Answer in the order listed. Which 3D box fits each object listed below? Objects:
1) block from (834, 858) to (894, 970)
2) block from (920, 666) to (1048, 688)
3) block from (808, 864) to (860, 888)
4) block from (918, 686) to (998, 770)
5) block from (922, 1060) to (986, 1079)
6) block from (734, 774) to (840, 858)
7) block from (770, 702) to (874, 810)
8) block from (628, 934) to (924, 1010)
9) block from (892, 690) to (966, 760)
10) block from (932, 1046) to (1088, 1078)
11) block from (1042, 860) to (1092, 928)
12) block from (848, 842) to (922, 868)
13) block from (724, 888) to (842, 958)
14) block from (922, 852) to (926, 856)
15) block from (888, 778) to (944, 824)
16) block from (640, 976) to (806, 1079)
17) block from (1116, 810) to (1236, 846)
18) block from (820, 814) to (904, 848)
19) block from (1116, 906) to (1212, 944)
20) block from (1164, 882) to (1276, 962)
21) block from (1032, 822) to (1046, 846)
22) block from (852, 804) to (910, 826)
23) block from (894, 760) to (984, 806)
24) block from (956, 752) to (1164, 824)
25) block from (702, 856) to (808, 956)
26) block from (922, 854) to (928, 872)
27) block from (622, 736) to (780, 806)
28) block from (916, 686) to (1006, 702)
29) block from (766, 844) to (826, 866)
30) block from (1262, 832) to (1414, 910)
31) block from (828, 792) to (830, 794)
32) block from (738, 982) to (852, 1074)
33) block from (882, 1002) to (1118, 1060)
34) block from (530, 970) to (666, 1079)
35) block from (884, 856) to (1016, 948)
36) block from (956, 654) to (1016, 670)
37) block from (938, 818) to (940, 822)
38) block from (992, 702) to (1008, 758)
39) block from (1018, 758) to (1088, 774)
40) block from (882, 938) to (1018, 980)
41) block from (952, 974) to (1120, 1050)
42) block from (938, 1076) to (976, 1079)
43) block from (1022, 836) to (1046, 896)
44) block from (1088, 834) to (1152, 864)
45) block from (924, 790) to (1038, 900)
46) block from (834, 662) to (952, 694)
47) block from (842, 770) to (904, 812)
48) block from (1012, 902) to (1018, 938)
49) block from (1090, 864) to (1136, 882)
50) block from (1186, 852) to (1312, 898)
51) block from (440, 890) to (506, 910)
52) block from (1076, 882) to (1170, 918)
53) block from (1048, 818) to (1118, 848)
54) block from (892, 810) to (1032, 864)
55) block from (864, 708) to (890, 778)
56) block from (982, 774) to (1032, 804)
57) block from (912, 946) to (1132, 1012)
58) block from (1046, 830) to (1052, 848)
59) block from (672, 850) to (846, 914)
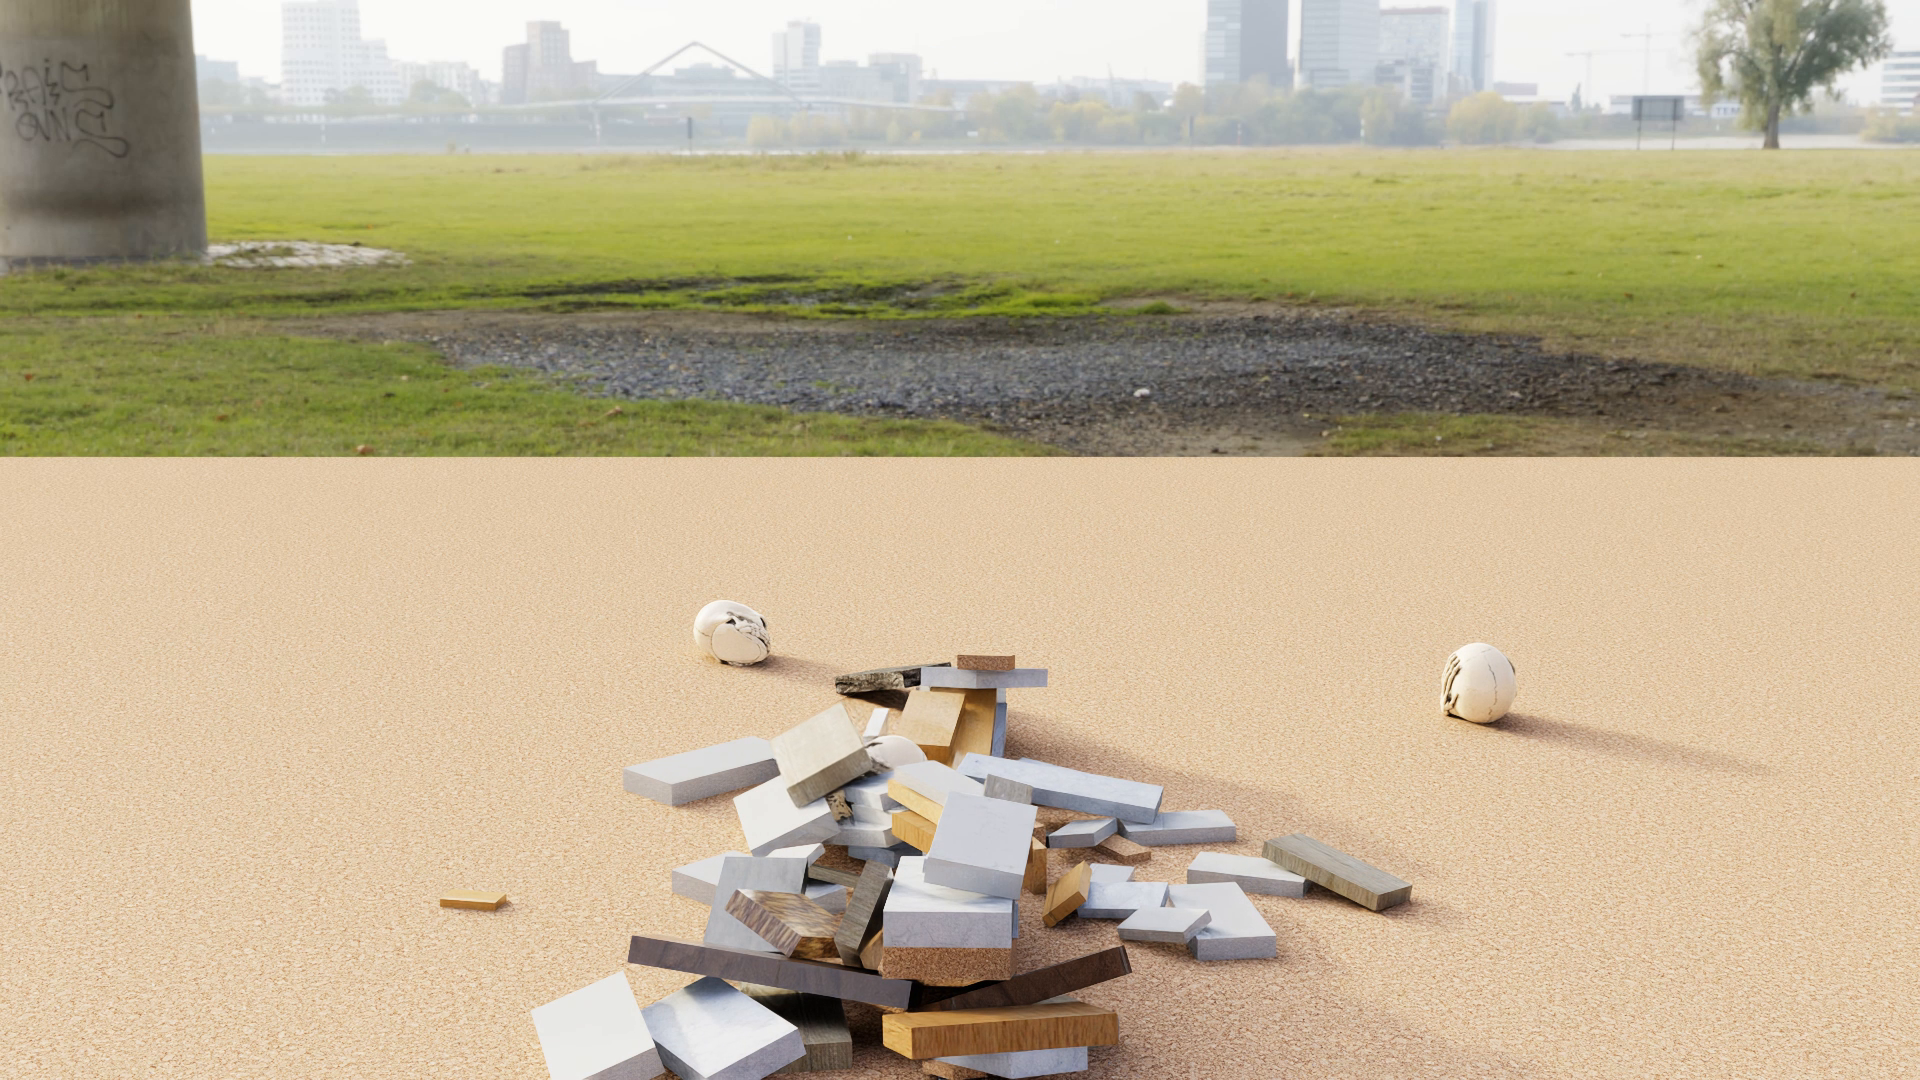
[{"bbox_3d":[-0.131,0.554,3.175,0.035,0.124,0.264,19,-20,10],"label":"block"},{"bbox_3d":[0.052,0.280,4.494,0.134,0.038,0.267,0,-2,34],"label":"block"},{"bbox_3d":[-0.202,0.557,3.637,0.138,0.020,0.069,18,-7,-25],"label":"block"},{"bbox_3d":[-0.005,0.390,4.258,0.134,0.038,0.393,1,23,3],"label":"block"},{"bbox_3d":[-0.008,0.704,2.929,0.048,0.014,0.095,0,-5,-26],"label":"block"},{"bbox_3d":[-0.312,0.491,3.926,0.153,0.043,0.306,-26,14,-6],"label":"block"},{"bbox_3d":[-0.255,0.390,4.005,0.153,0.043,0.306,-28,14,-4],"label":"block"},{"bbox_3d":[-0.257,0.607,3.098,0.399,0.038,0.134,8,-8,8],"label":"block"},{"bbox_3d":[-0.059,0.357,4.249,0.109,0.031,0.219,3,23,8],"label":"block"},{"bbox_3d":[0.060,0.678,2.917,0.114,0.032,0.228,1,-6,-29],"label":"block"},{"bbox_3d":[0.175,0.575,3.576,0.075,0.021,0.150,-38,4,12],"label":"block"},{"bbox_3d":[-0.089,0.531,3.905,0.105,0.030,0.211,8,13,38],"label":"block"},{"bbox_3d":[-0.243,0.570,3.261,0.124,0.035,0.247,32,1,22],"label":"block"},{"bbox_3d":[0.001,0.534,3.661,0.126,0.036,0.251,0,-8,-1],"label":"block"},{"bbox_3d":[-0.029,0.430,3.644,0.102,0.029,0.203,-4,11,-28],"label":"block"},{"bbox_3d":[-0.334,0.671,2.977,0.139,0.039,0.277,-24,17,-26],"label":"block"},{"bbox_3d":[0.389,0.520,3.971,0.197,0.028,0.099,-2,11,-9],"label":"block"},{"bbox_3d":[-0.147,0.501,3.820,0.105,0.030,0.211,-15,4,-36],"label":"block"},{"bbox_3d":[0.318,0.600,3.435,0.138,0.020,0.069,-7,18,46],"label":"block"},{"bbox_3d":[0.409,0.604,3.496,0.124,0.035,0.247,-1,11,-8],"label":"block"},{"bbox_3d":[0.094,0.518,3.836,0.023,0.081,0.163,-6,12,-31],"label":"block"},{"bbox_3d":[-0.098,0.462,3.787,0.102,0.029,0.203,-14,4,-27],"label":"block"},{"bbox_3d":[-0.002,0.412,3.584,0.080,0.023,0.264,-6,15,-34],"label":"block"},{"bbox_3d":[0.181,0.454,4.027,0.371,0.031,0.109,9,17,11],"label":"block"},{"bbox_3d":[-0.319,0.583,3.441,0.134,0.038,0.267,0,23,2],"label":"block"},{"bbox_3d":[0.004,0.451,3.169,0.079,0.022,0.157,12,15,11],"label":"block"},{"bbox_3d":[-0.482,0.450,4.304,0.153,0.043,0.323,10,15,44],"label":"block"},{"bbox_3d":[-0.001,0.334,4.702,0.160,0.045,0.320,0,-4,-6],"label":"block"},{"bbox_3d":[-0.280,0.526,3.621,0.113,0.016,0.057,-14,16,40],"label":"block"},{"bbox_3d":[0.629,0.553,3.679,0.099,0.028,0.237,-5,19,-44],"label":"block"},{"bbox_3d":[-0.270,0.433,4.321,0.102,0.029,0.203,27,15,6],"label":"block"},{"bbox_3d":[-0.236,0.675,3.103,0.138,0.039,0.276,-2,11,-9],"label":"block"},{"bbox_3d":[0.051,0.639,2.872,0.277,0.039,0.139,0,-5,-17],"label":"block"},{"bbox_3d":[-0.493,0.677,2.976,0.138,0.039,0.276,-22,16,-13],"label":"block"},{"bbox_3d":[-0.009,0.509,3.110,0.171,0.049,0.343,0,4,3],"label":"block"},{"bbox_3d":[0.054,0.244,4.409,0.102,0.029,0.203,1,-2,5],"label":"block"},{"bbox_3d":[0.014,0.490,3.375,0.080,0.023,0.159,4,32,-11],"label":"block"},{"bbox_3d":[0.006,0.411,4.316,0.160,0.045,0.320,1,23,4],"label":"block"},{"bbox_3d":[0.200,0.466,4.174,0.219,0.031,0.109,12,14,19],"label":"block"},{"bbox_3d":[-0.009,0.594,3.133,0.171,0.049,0.343,0,-9,3],"label":"block"},{"bbox_3d":[0.105,0.675,3.125,0.114,0.032,0.228,-9,14,-40],"label":"block"},{"bbox_3d":[0.001,0.727,2.894,0.048,0.014,0.095,-1,11,-8],"label":"block"},{"bbox_3d":[0.108,0.538,3.732,0.023,0.080,0.159,-4,11,-18],"label":"block"},{"bbox_3d":[0.280,0.544,3.873,0.057,0.016,0.113,-6,12,-31],"label":"block"},{"bbox_3d":[0.033,0.432,3.137,0.134,0.038,0.267,10,14,4],"label":"block"},{"bbox_3d":[-0.150,0.308,4.911,0.134,0.038,0.267,-8,-1,-37],"label":"block"},{"bbox_3d":[-0.123,0.435,3.831,0.102,0.029,0.203,-14,4,-21],"label":"block"},{"bbox_3d":[-0.002,0.573,3.354,0.171,0.049,0.343,0,-7,0],"label":"block"},{"bbox_3d":[0.241,0.578,3.677,0.075,0.021,0.150,3,11,15],"label":"block"},{"bbox_3d":[0.492,0.566,3.722,0.197,0.028,0.099,4,11,20],"label":"block"},{"bbox_3d":[-0.801,0.592,3.619,0.096,0.014,0.048,2,11,12],"label":"block"},{"bbox_3d":[0.264,0.582,3.556,0.138,0.020,0.069,-3,29,20],"label":"block"},{"bbox_3d":[0.219,0.519,3.893,0.081,0.023,0.163,-6,0,18],"label":"block"},{"bbox_3d":[0.001,0.480,3.548,0.126,0.036,0.251,-4,9,-27],"label":"block"},{"bbox_3d":[-0.166,0.410,4.361,0.029,0.102,0.203,1,11,4],"label":"block"},{"bbox_3d":[0.070,0.429,3.453,0.075,0.021,0.150,16,30,-2],"label":"block"},{"bbox_3d":[0.085,0.623,3.041,0.277,0.039,0.139,-13,-11,-19],"label":"block"},{"bbox_3d":[0.090,0.526,3.950,0.081,0.023,0.163,-7,13,-33],"label":"block"},{"bbox_3d":[-0.333,0.577,3.630,0.276,0.039,0.138,10,14,42],"label":"block"}]
